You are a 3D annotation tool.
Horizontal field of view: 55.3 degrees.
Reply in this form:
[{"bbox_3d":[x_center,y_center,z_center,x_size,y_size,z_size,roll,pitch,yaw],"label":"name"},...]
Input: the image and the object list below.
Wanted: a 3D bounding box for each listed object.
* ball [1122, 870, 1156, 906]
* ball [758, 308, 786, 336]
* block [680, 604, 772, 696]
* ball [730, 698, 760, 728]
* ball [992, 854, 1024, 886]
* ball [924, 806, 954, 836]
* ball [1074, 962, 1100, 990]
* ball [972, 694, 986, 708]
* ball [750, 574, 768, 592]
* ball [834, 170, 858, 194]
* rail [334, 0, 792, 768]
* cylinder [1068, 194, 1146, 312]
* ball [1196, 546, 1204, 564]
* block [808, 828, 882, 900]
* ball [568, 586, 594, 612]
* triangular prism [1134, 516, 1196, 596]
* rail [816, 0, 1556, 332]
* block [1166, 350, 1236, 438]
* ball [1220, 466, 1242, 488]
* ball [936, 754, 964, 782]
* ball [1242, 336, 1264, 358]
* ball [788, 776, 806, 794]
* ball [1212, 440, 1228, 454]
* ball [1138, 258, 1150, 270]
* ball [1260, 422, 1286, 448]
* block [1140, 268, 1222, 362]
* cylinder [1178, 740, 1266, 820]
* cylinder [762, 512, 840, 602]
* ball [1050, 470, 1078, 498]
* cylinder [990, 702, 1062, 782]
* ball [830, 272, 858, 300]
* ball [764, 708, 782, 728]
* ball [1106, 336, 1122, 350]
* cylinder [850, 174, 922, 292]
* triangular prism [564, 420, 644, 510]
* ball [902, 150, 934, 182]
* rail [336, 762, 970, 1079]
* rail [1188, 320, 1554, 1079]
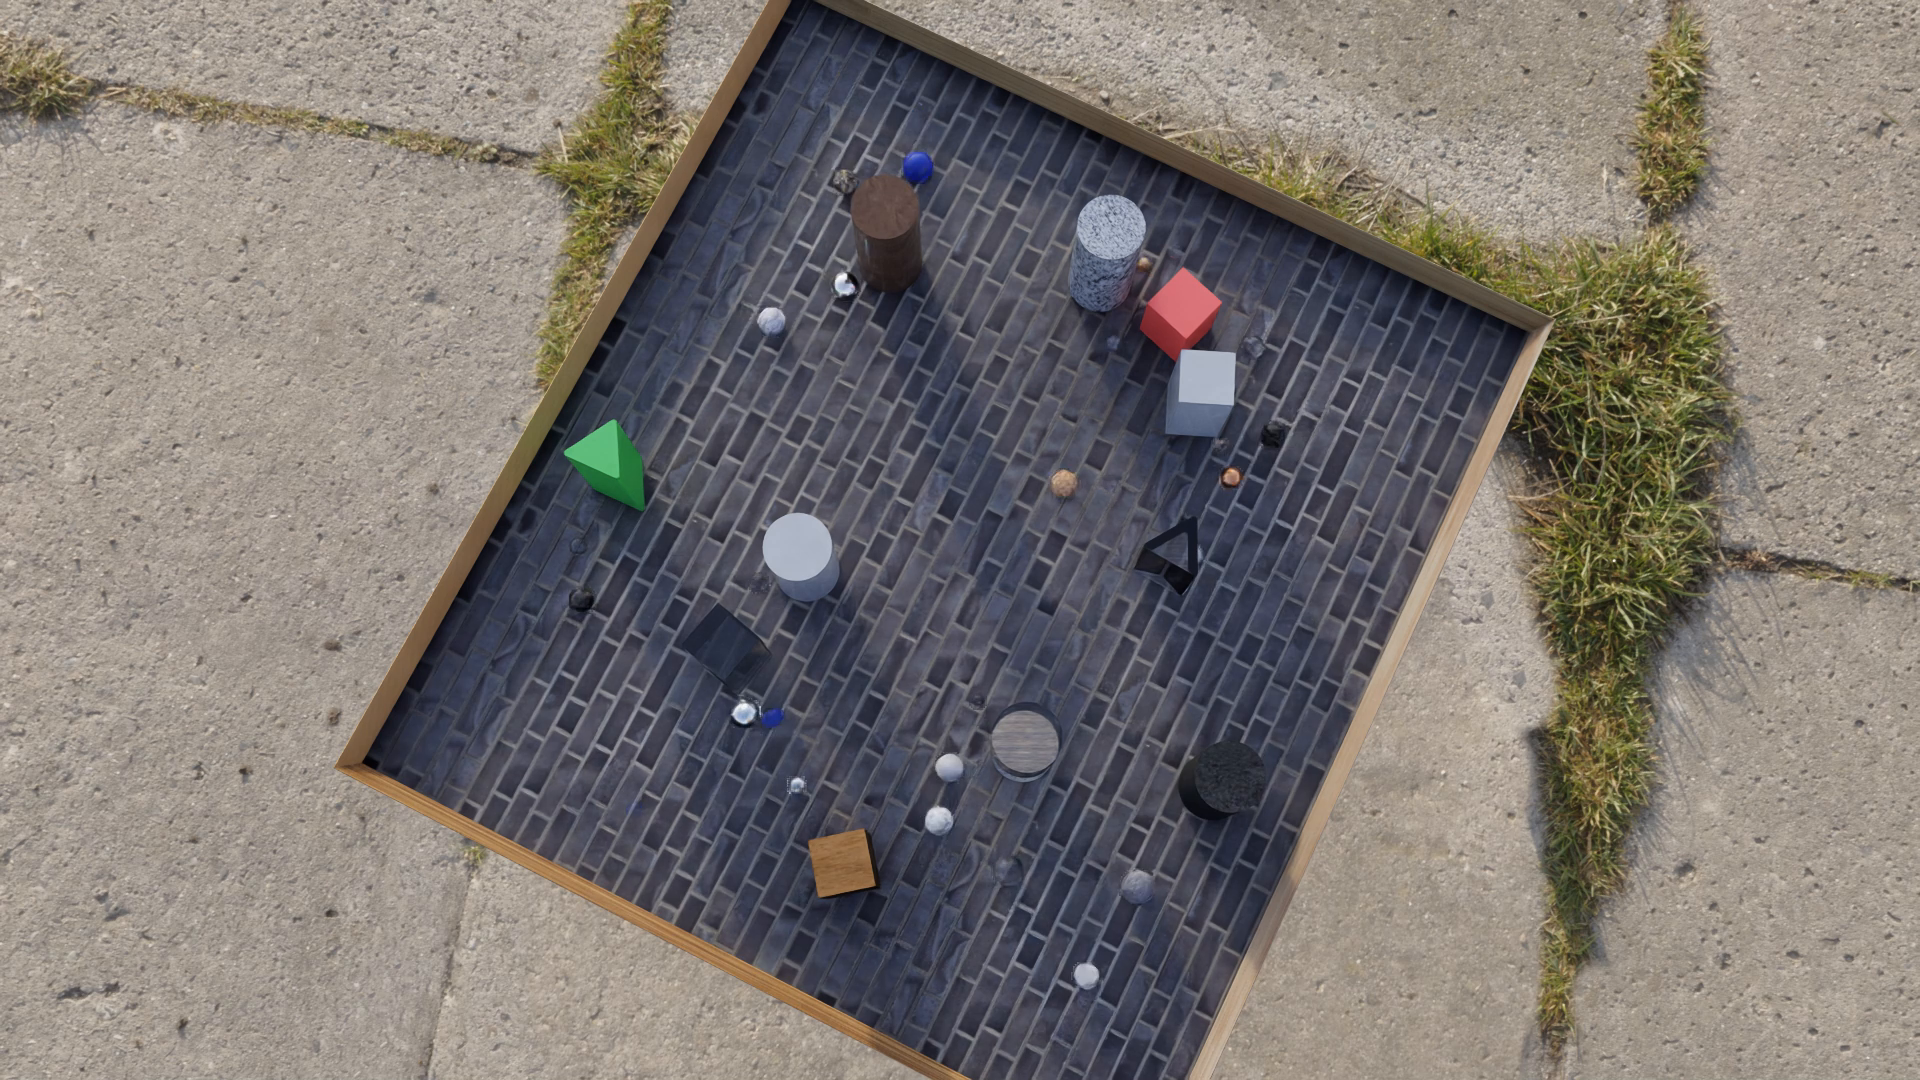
[{"bbox_3d":[0.521,1.016,5.355,0.100,0.100,0.100,0,78,0],"label":"ball"},{"bbox_3d":[-0.586,-0.682,5.713,0.088,0.088,0.088,0,78,0],"label":"ball"},{"bbox_3d":[-0.678,0.324,5.367,0.160,0.357,0.160,39,81,7],"label":"block"},{"bbox_3d":[-0.639,0.515,5.439,0.087,0.087,0.087,0,78,0],"label":"ball"},{"bbox_3d":[0.142,0.968,5.369,0.092,0.092,0.092,0,78,0],"label":"ball"},{"bbox_3d":[-0.061,0.828,5.402,0.084,0.084,0.084,0,78,0],"label":"ball"},{"bbox_3d":[0.368,1.265,5.317,0.075,0.075,0.075,0,78,0],"label":"ball"},{"bbox_3d":[0.055,0.481,5.497,0.040,0.040,0.040,0,78,0],"label":"ball"},{"bbox_3d":[-0.609,0.129,5.562,0.055,0.055,0.055,0,78,0],"label":"ball"},{"bbox_3d":[-0.363,-1.137,5.814,0.075,0.075,0.075,0,78,0],"label":"ball"},{"bbox_3d":[-1.168,-0.565,5.666,0.045,0.130,2.863,26,80,5],"label":"rail"},{"bbox_3d":[0.440,-0.863,5.557,0.200,0.467,0.200,0,78,0],"label":"cylinder"},{"bbox_3d":[0.712,0.045,5.577,0.060,0.060,0.060,0,78,0],"label":"ball"},{"bbox_3d":[-0.327,0.929,5.237,0.160,0.367,0.160,-12,79,-2],"label":"block"},{"bbox_3d":[-1.144,0.180,5.539,0.079,0.079,0.079,0,78,0],"label":"ball"},{"bbox_3d":[0.640,0.030,5.432,0.173,0.349,0.150,30,80,6],"label":"triangular prism"},{"bbox_3d":[0.630,-1.226,5.803,2.660,0.130,0.045,26,80,5],"label":"rail"},{"bbox_3d":[0.722,-0.439,5.524,0.160,0.359,0.160,4,78,1],"label":"block"},{"bbox_3d":[0.833,-0.191,5.622,0.066,0.066,0.066,0,78,0],"label":"ball"},{"bbox_3d":[-0.030,0.676,5.433,0.084,0.084,0.084,0,78,0],"label":"ball"},{"bbox_3d":[0.913,-0.601,5.705,0.071,0.071,0.071,0,78,0],"label":"ball"},{"bbox_3d":[-0.484,0.727,5.441,0.050,0.050,0.050,0,78,0],"label":"ball"},{"bbox_3d":[0.803,-0.289,5.654,0.044,0.044,0.044,0,78,0],"label":"ball"},{"bbox_3d":[0.579,-0.870,5.776,0.041,0.041,0.041,0,78,0],"label":"ball"},{"bbox_3d":[0.963,-0.322,5.642,0.080,0.080,0.080,0,78,0],"label":"ball"},{"bbox_3d":[0.676,-0.689,5.634,0.160,0.245,0.160,44,82,8],"label":"block"},{"bbox_3d":[0.751,0.696,5.277,0.200,0.382,0.200,0,78,0],"label":"cylinder"},{"bbox_3d":[-0.467,0.054,5.429,0.200,0.345,0.200,0,78,0],"label":"cylinder"},{"bbox_3d":[0.319,-0.171,5.608,0.086,0.086,0.086,0,78,0],"label":"ball"},{"bbox_3d":[0.189,0.589,5.314,0.200,0.355,0.200,0,78,0],"label":"cylinder"},{"bbox_3d":[-0.361,-0.796,5.737,0.087,0.087,0.087,0,78,0],"label":"ball"},{"bbox_3d":[-0.557,0.532,5.478,0.055,0.055,0.055,0,78,0],"label":"ball"},{"bbox_3d":[0.480,-0.615,5.721,0.045,0.045,0.045,0,78,0],"label":"ball"},{"bbox_3d":[-0.220,-0.924,5.571,0.200,0.465,0.200,0,78,0],"label":"cylinder"},{"bbox_3d":[-1.020,-0.235,5.445,0.173,0.431,0.150,24,79,5],"label":"triangular prism"},{"bbox_3d":[-0.134,-1.184,5.812,0.098,0.098,0.098,0,78,0],"label":"ball"},{"bbox_3d":[-0.630,1.240,5.293,2.660,0.130,0.045,26,80,5],"label":"rail"},{"bbox_3d":[1.168,0.579,5.429,0.045,0.130,2.863,26,80,5],"label":"rail"}]
